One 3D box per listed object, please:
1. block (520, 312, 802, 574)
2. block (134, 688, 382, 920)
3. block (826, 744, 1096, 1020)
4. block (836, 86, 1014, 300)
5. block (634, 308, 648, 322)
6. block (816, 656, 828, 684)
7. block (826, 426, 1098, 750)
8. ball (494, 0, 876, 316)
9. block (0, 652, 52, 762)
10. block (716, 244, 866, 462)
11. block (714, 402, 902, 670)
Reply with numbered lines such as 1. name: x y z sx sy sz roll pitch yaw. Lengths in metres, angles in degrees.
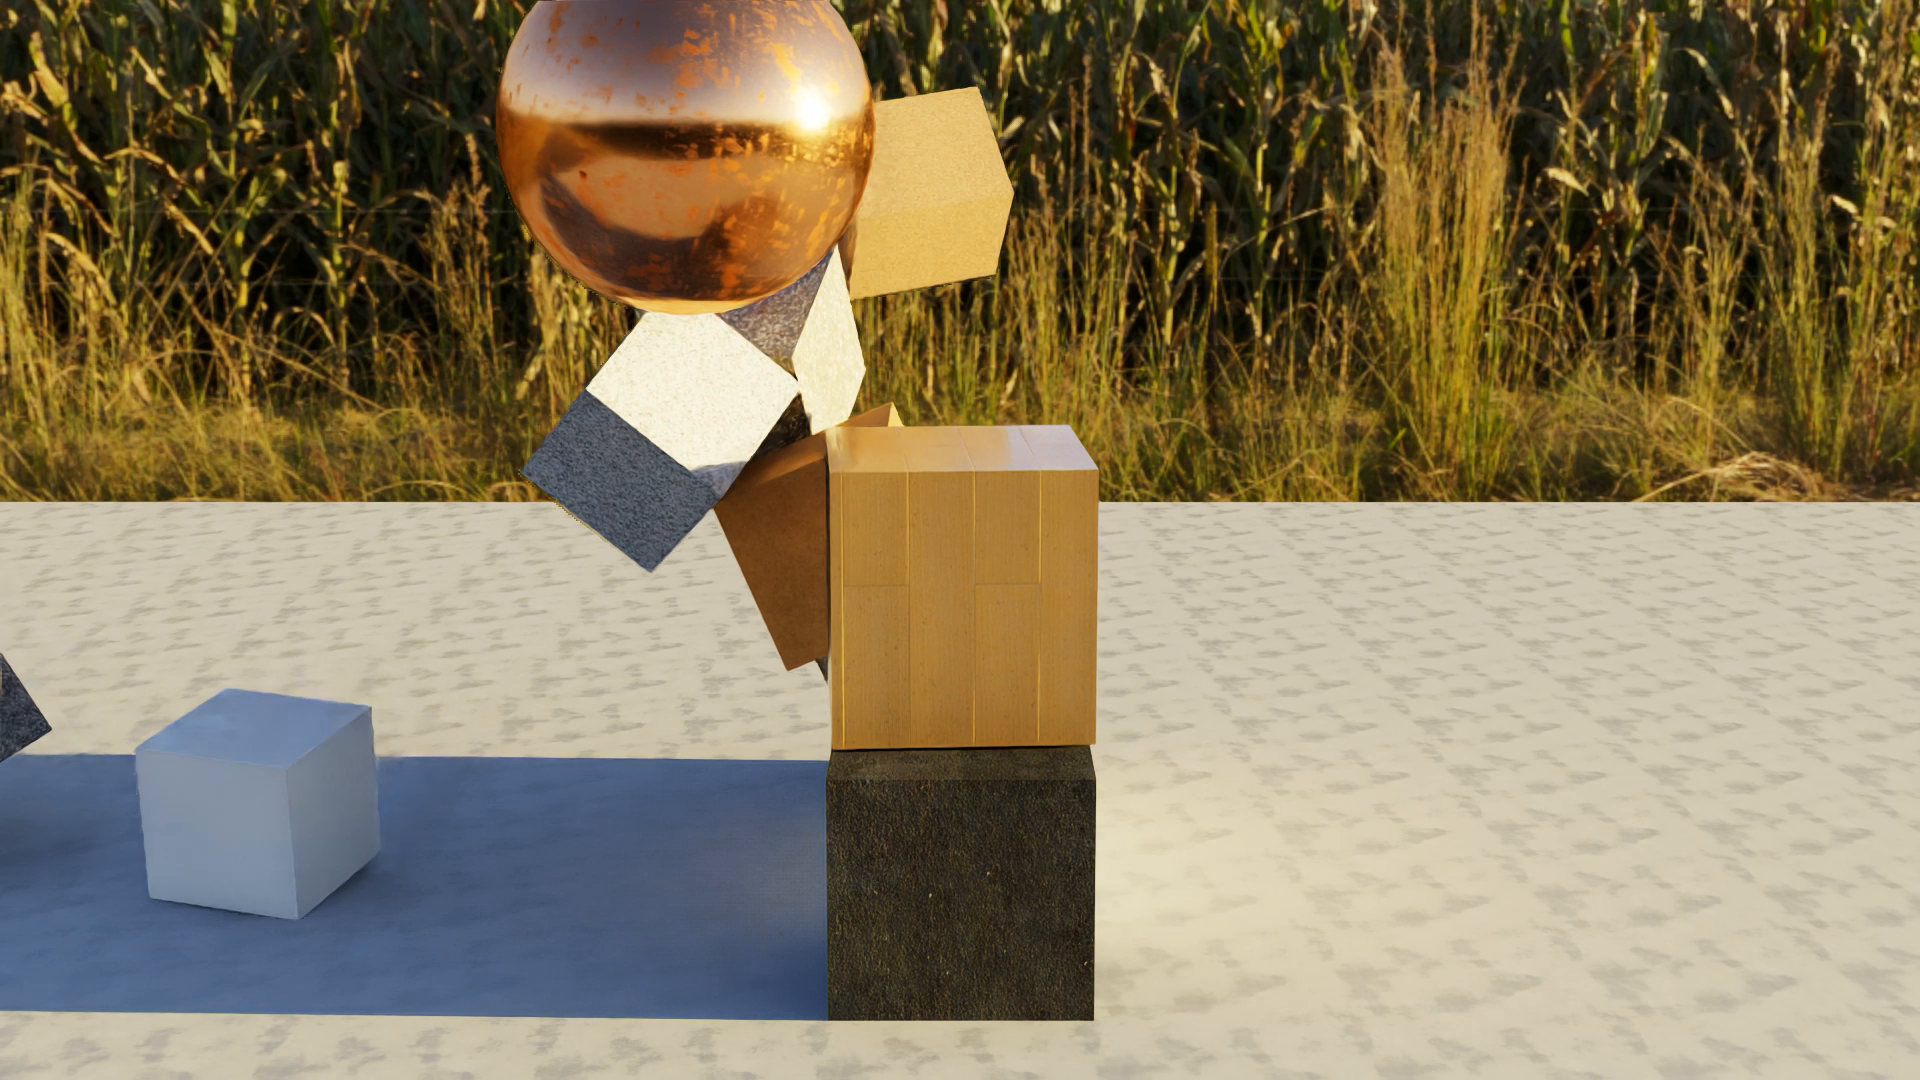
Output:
1. block: -1.384 -0.519 11.907 0.788 0.767 0.819 -42 12 48
2. block: -3.014 1.126 11.073 0.714 0.694 0.713 6 19 15
3. block: 0.004 1.263 10.001 0.999 0.936 0.917 0 10 0
4. block: -0.260 -1.879 13.937 0.846 0.705 0.796 -11 -25 -13
5. block: -1.264 -1.560 13.613 0.842 0.763 0.701 12 50 25
6. block: -0.204 0.669 12.748 0.760 0.877 0.828 -23 11 4
7. block: -0.017 0.162 10.263 1.016 1.078 1.032 -1 12 -4
8. ball: -1.157 -1.753 10.862 1.600 1.600 1.600 0 10 0
9. block: -4.843 0.746 11.658 0.882 0.872 0.977 -36 13 -26
10. block: -1.049 -0.906 12.956 0.832 0.856 0.844 4 47 15
11. block: -0.568 -0.035 12.263 0.879 0.858 0.899 -23 11 5
